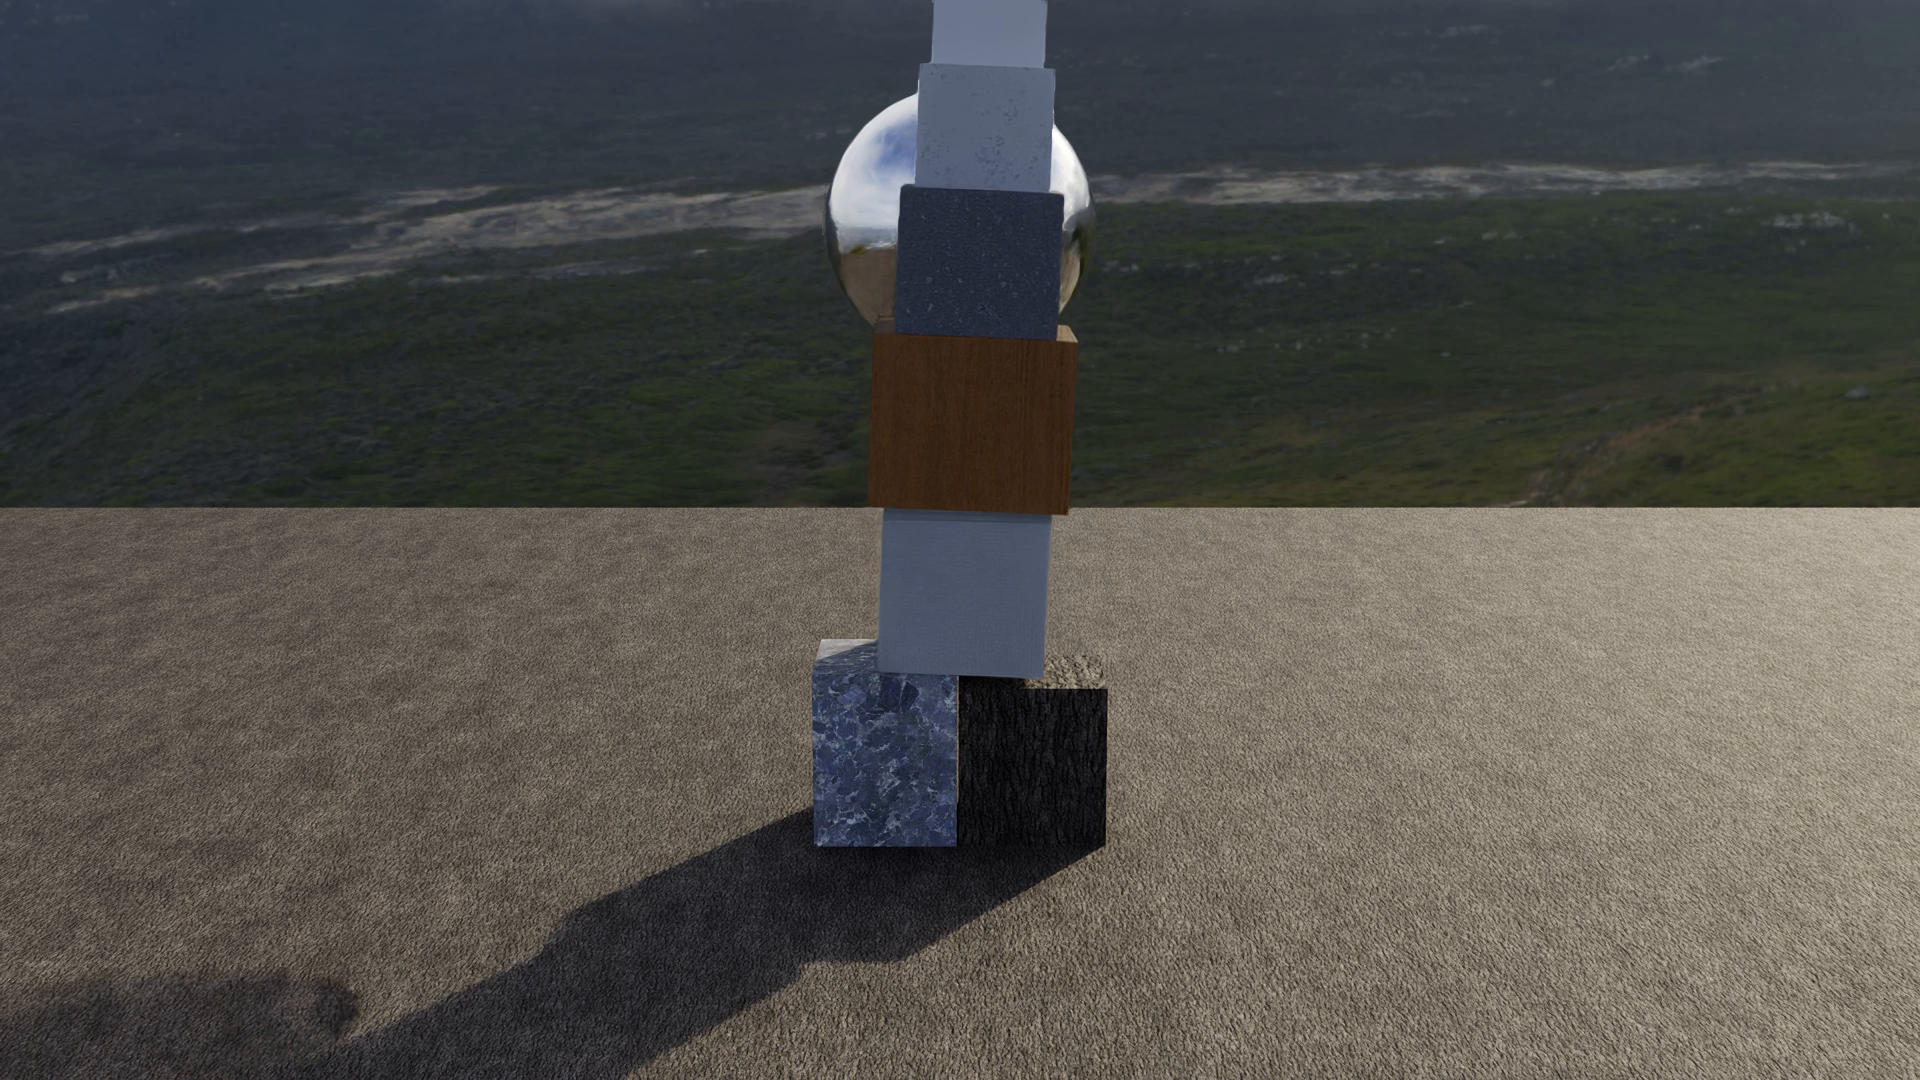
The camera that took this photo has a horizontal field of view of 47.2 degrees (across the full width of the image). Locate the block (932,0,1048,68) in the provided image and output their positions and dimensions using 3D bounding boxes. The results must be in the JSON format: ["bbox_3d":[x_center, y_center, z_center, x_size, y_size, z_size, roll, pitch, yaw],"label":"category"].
[{"bbox_3d":[0.145,-2.578,10.697,0.539,0.550,0.502,3,10,0],"label":"block"}]

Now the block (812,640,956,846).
[{"bbox_3d":[-0.377,1.035,11.379,0.719,0.892,0.776,0,10,0],"label":"block"}]

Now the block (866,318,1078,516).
[{"bbox_3d":[0.056,-0.640,11.076,0.981,0.845,0.945,3,10,0],"label":"block"}]

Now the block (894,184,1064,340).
[{"bbox_3d":[0.091,-1.393,10.917,0.781,0.696,0.836,3,10,0],"label":"block"}]

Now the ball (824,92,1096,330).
[{"bbox_3d":[0.000,-1.858,12.951,1.600,1.600,1.600,0,10,0],"label":"ball"}]

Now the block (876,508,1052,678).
[{"bbox_3d":[0.019,0.185,11.231,0.824,0.836,0.832,3,10,0],"label":"block"}]

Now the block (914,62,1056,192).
[{"bbox_3d":[0.120,-2.022,10.806,0.648,0.583,0.651,3,10,0],"label":"block"}]

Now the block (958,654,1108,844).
[{"bbox_3d":[0.364,1.074,11.388,0.743,0.812,0.730,0,10,0],"label":"block"}]
